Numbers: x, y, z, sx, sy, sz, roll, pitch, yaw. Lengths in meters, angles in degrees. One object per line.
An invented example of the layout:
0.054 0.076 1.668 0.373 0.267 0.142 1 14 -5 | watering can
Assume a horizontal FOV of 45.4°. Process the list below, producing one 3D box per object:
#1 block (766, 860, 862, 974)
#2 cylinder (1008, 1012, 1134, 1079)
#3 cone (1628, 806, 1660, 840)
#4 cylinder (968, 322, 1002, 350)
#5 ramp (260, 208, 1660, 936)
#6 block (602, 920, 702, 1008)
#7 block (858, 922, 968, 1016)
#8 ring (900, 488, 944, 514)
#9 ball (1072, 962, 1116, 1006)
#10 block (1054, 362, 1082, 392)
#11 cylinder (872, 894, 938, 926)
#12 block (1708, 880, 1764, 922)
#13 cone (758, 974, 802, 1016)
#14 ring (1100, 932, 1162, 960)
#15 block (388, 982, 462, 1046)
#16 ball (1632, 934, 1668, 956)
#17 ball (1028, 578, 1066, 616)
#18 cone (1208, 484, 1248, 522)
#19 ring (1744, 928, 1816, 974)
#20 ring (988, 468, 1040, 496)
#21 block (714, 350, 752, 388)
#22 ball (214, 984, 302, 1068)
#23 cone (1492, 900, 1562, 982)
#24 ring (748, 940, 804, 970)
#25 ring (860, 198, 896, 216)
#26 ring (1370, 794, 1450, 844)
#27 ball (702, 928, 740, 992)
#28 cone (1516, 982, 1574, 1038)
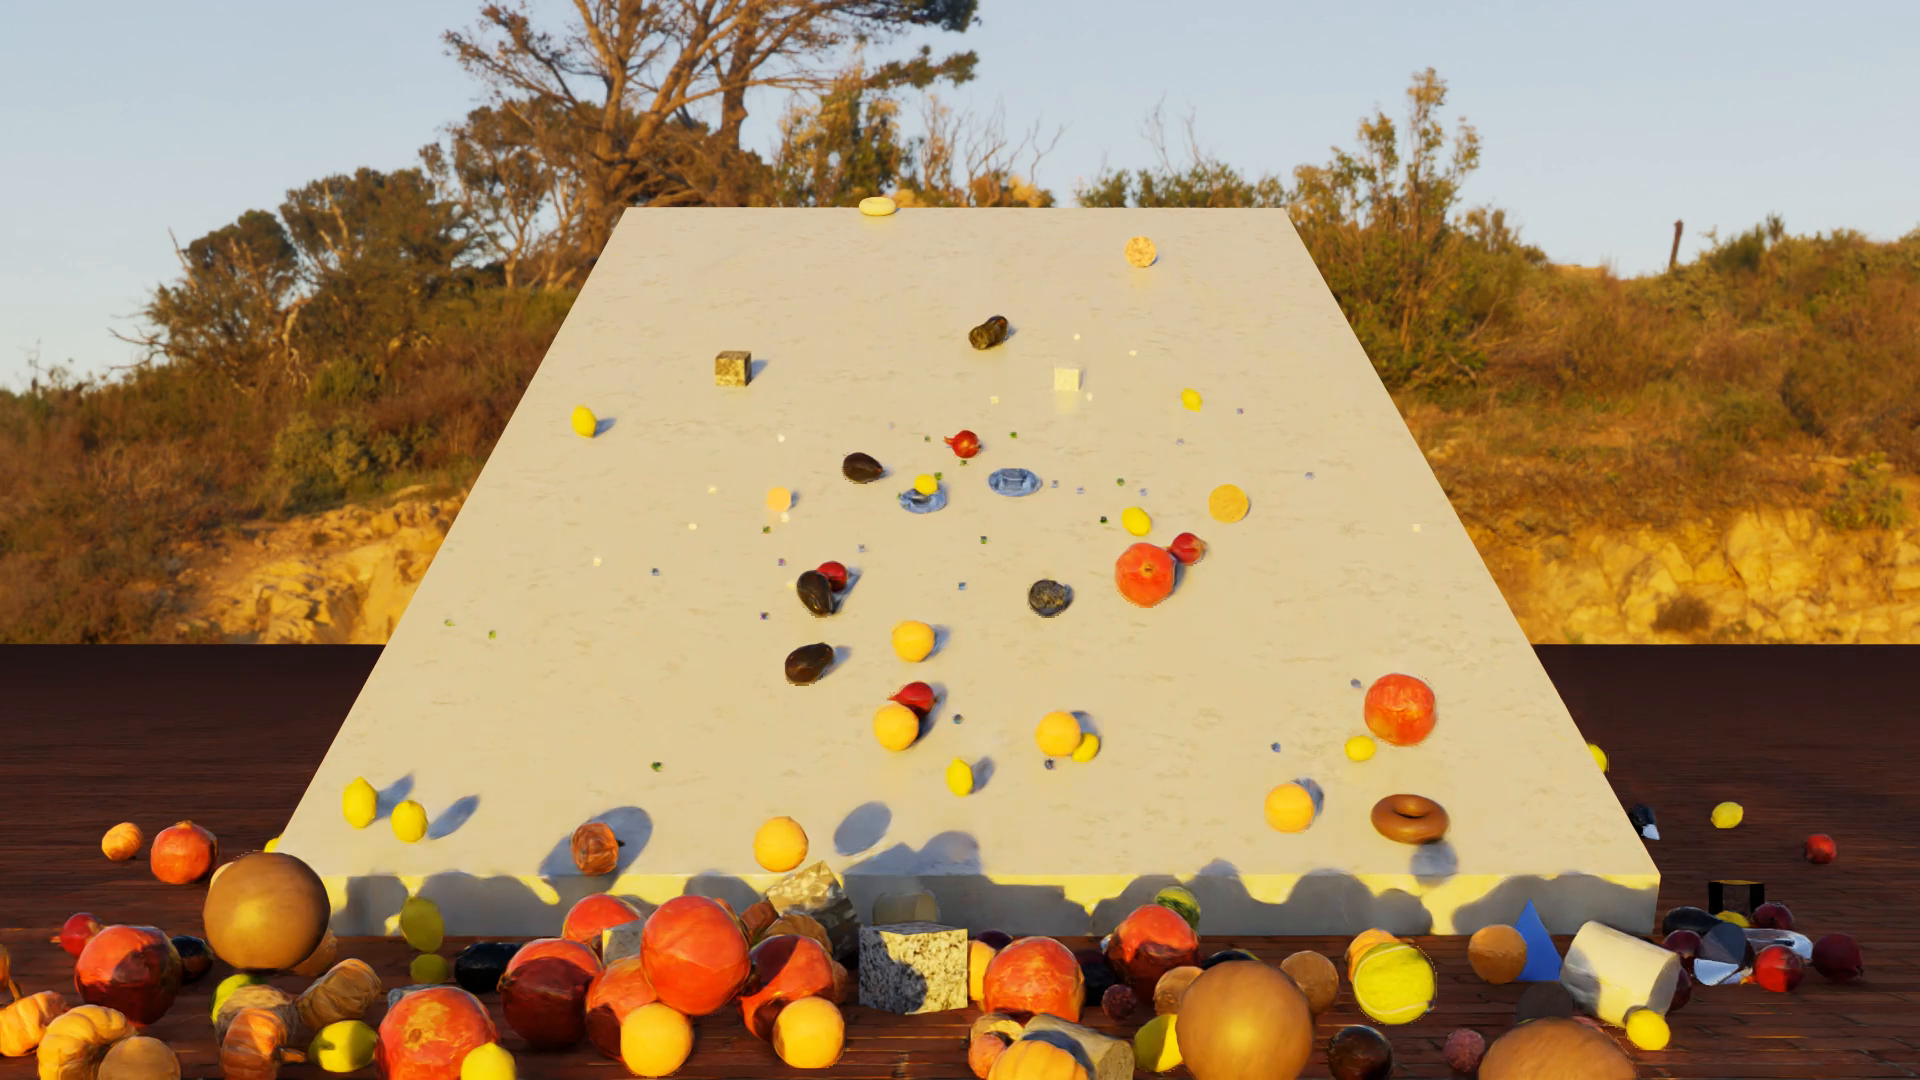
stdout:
-0.184 0.483 2.939 0.086 0.086 0.086 -28 36 -11 | block
0.098 0.467 2.020 0.081 0.081 0.081 13 5 32 | cylinder
1.475 0.622 4.911 0.078 0.078 0.078 1 24 -20 | cone
0.063 -0.501 5.636 0.058 0.058 0.058 -2 16 39 | cylinder
-0.006 -0.220 5.150 2.000 0.100 4.000 0 22 0 | ramp
-0.365 0.502 2.721 0.088 0.088 0.088 -1 -3 16 | block
-0.055 0.499 2.682 0.090 0.090 0.090 2 -3 -38 | block
-0.076 -0.079 4.625 0.092 0.031 0.092 -1 22 0 | ring
0.157 0.519 2.680 0.052 0.052 0.052 0 -2 0 | ball
0.252 -0.379 5.340 0.055 0.055 0.055 4 22 10 | block
-0.071 0.491 2.983 0.063 0.063 0.063 -6 -5 27 | cylinder
1.188 0.552 3.510 0.056 0.056 0.056 1 -3 -25 | block
-0.212 0.531 2.641 0.051 0.051 0.051 1 -29 -16 | cone
0.230 0.547 3.088 0.082 0.027 0.082 -2 4 0 | ring
-0.572 0.508 2.458 0.055 0.055 0.055 -2 -3 33 | block
0.760 0.490 2.588 0.089 0.089 0.089 0 -2 0 | ball
0.156 0.103 4.121 0.067 0.067 0.067 0 -2 0 | ball
0.535 -0.068 4.593 0.079 0.079 0.079 0 -8 3 | cone
1.046 0.536 2.992 0.131 0.044 0.131 -2 -1 0 | ring
0.110 -0.118 4.716 0.109 0.036 0.109 1 21 0 | ring
-0.530 -0.399 5.367 0.069 0.069 0.069 3 22 8 | block
-0.703 0.487 2.298 0.083 0.083 0.083 0 -2 0 | ball
0.727 0.506 2.925 0.098 0.098 0.098 0 -2 0 | cone
-0.230 0.543 3.009 0.094 0.031 0.094 -1 -3 0 | ring
-0.248 -1.007 6.925 0.113 0.038 0.113 1 22 0 | ring
0.665 0.413 3.393 0.115 0.038 0.115 1 21 0 | ring
-0.305 0.511 2.789 0.076 0.076 0.076 0 -2 0 | ball
0.648 0.523 2.500 0.064 0.064 0.064 -2 -30 37 | cone
